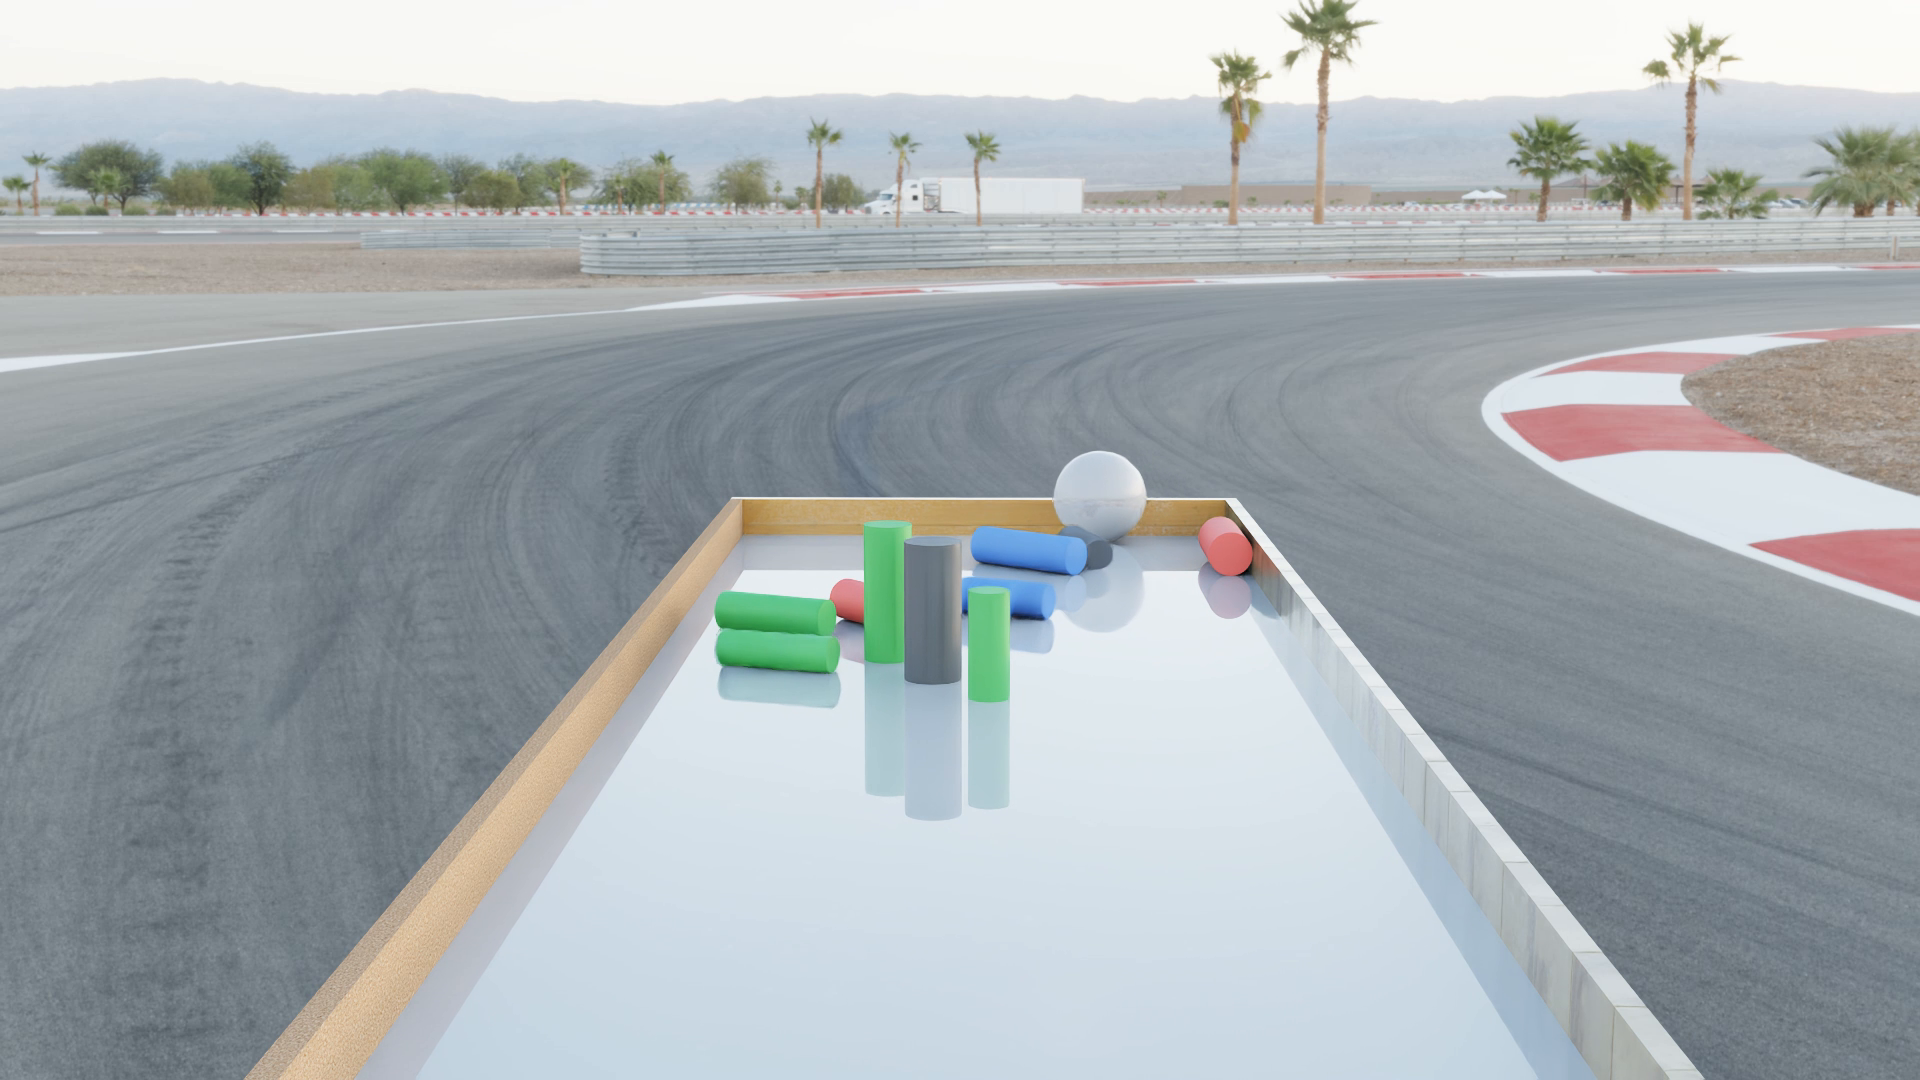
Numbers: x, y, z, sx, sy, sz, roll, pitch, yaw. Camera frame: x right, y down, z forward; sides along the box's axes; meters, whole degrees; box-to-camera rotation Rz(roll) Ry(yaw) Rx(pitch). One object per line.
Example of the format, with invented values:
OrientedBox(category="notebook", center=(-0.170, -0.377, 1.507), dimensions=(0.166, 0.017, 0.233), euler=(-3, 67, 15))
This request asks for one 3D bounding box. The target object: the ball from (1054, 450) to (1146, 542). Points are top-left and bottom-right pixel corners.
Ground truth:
OrientedBox(category="ball", center=(0.568, -0.175, 8.918), dimensions=(0.374, 0.374, 0.374), euler=(0, 9, 0))

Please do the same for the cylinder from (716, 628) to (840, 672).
OrientedBox(category="cylinder", center=(-0.543, 0.330, 6.573), dimensions=(0.354, 0.109, 0.109), euler=(3, 10, 19))

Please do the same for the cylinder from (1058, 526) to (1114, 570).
OrientedBox(category="cylinder", center=(0.481, 0.027, 8.482), dimensions=(0.112, 0.112, 0.382), euler=(-2, 9, -13))

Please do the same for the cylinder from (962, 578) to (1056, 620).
OrientedBox(category="cylinder", center=(0.147, 0.196, 7.402), dimensions=(0.328, 0.117, 0.117), euler=(4, 10, 25))

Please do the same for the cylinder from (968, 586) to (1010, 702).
OrientedBox(category="cylinder", center=(0.082, 0.292, 6.178), dimensions=(0.118, 0.309, 0.118), euler=(0, 9, 0))

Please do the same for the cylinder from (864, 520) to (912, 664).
OrientedBox(category="cylinder", center=(-0.219, 0.157, 6.691), dimensions=(0.147, 0.416, 0.147), euler=(0, 9, 0))

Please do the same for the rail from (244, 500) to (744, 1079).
OrientedBox(category="rail", center=(-1.004, 0.839, 3.234), dimensions=(0.050, 0.150, 12.000), euler=(0, 9, 1))

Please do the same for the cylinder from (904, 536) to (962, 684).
OrientedBox(category="cylinder", center=(-0.079, 0.205, 6.417), dimensions=(0.169, 0.408, 0.169), euler=(0, 9, 0))

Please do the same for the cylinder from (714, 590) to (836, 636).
OrientedBox(category="cylinder", center=(-0.596, 0.240, 7.091), dimensions=(0.379, 0.126, 0.126), euler=(4, 10, 25))

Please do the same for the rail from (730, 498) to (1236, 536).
OrientedBox(category="rail", center=(0.099, -0.098, 9.147), dimensions=(2.100, 0.150, 0.050), euler=(0, 9, 1))

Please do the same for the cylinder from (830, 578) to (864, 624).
OrientedBox(category="cylinder", center=(-0.273, 0.216, 7.209), dimensions=(0.136, 0.136, 0.352), euler=(-7, 11, -37))

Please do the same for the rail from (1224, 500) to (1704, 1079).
OrientedBox(category="rail", center=(1.046, 0.843, 3.208), dimensions=(0.050, 0.150, 12.000), euler=(0, 9, 1))

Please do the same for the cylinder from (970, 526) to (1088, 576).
OrientedBox(category="cylinder", center=(0.258, 0.039, 8.319), dimensions=(0.450, 0.140, 0.140), euler=(7, 12, 39))
